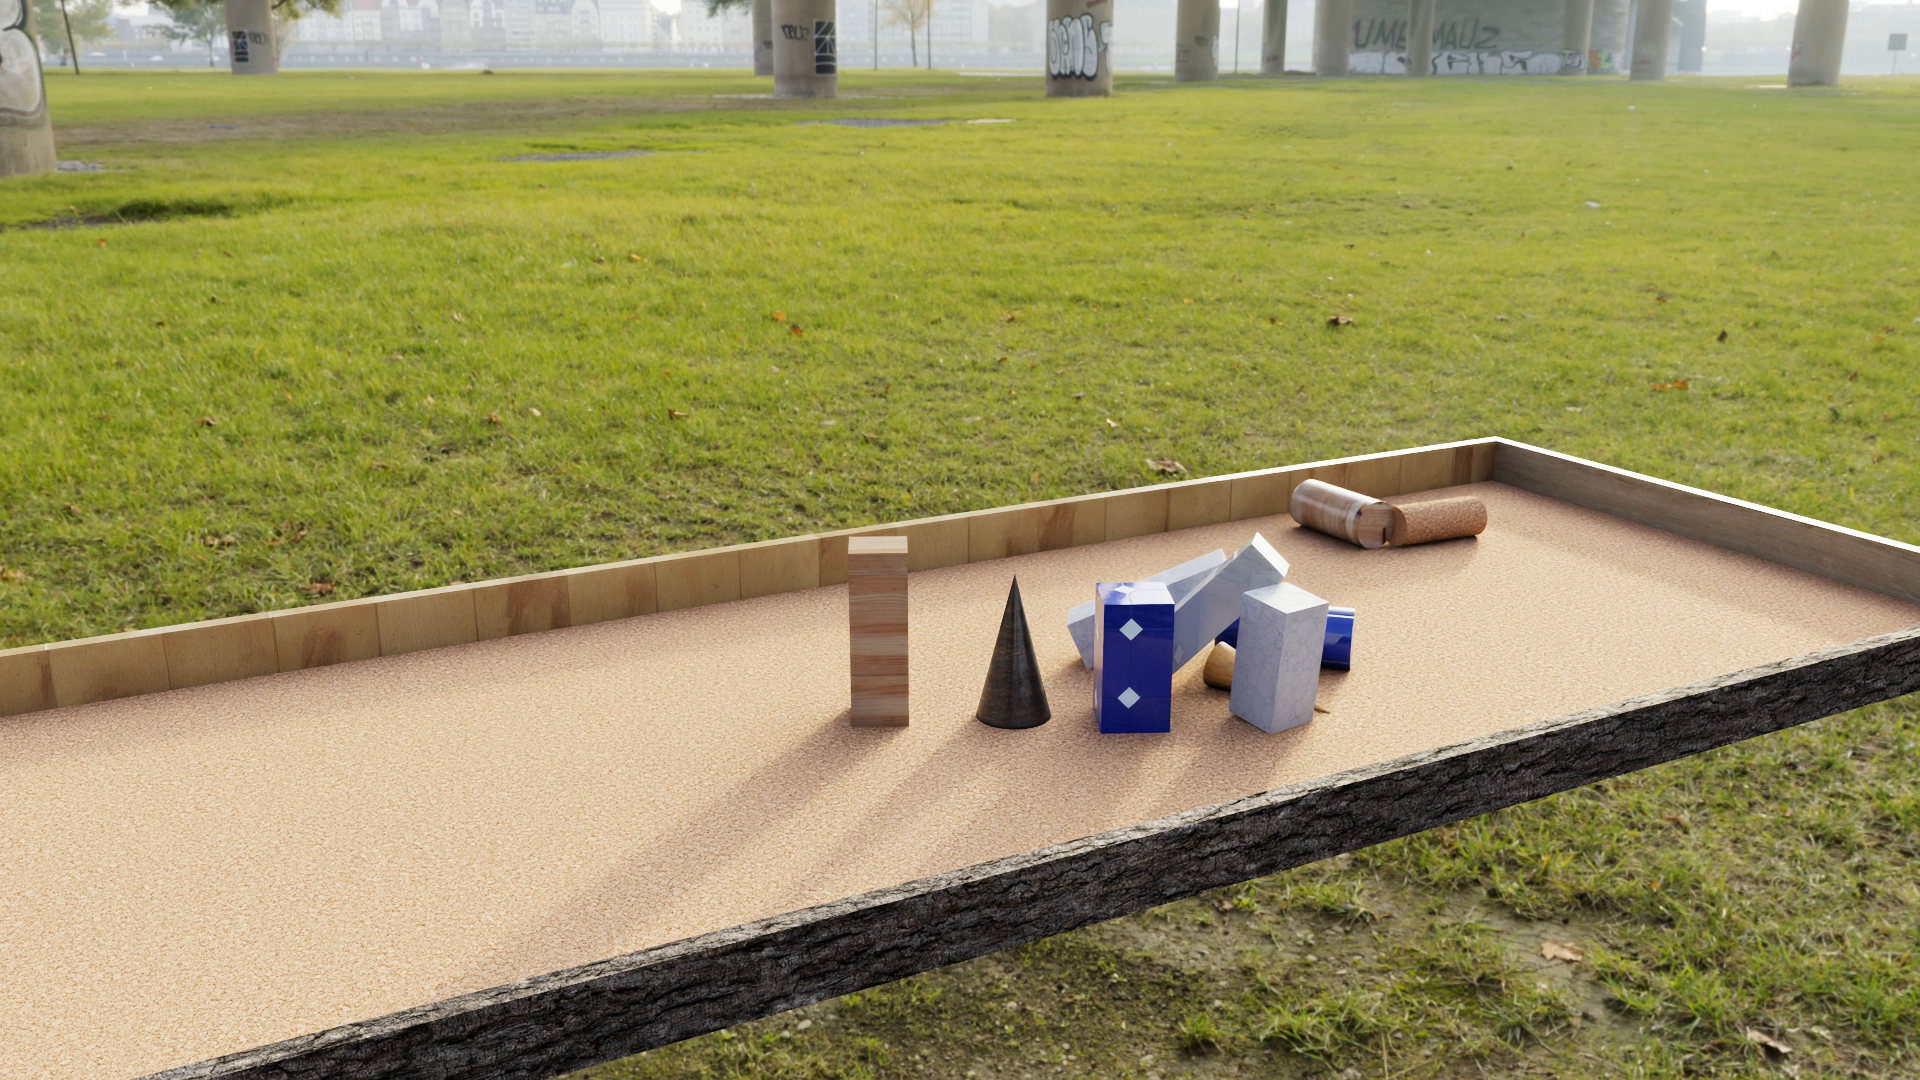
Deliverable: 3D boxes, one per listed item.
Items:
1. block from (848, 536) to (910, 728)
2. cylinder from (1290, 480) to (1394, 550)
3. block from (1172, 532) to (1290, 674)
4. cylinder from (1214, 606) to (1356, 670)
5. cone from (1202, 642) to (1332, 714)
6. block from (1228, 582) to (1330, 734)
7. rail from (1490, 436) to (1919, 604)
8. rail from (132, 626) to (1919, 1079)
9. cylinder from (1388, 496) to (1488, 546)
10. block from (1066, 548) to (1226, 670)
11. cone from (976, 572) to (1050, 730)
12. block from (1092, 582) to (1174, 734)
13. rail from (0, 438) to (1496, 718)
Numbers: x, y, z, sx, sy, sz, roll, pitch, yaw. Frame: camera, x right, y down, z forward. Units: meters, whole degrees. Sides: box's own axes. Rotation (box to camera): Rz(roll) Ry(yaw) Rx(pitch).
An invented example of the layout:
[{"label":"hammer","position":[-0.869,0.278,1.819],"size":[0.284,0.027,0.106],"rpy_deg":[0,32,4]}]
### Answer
[{"label":"block","position":[-0.189,0.215,3.869],"size":[0.135,0.425,0.135],"rpy_deg":[-1,16,-2]},{"label":"cylinder","position":[1.242,-0.087,5.371],"size":[0.157,0.157,0.326],"rpy_deg":[-9,19,-28]},{"label":"block","position":[0.590,0.181,4.013],"size":[0.110,0.454,0.110],"rpy_deg":[46,22,1]},{"label":"cylinder","position":[0.841,0.238,4.264],"size":[0.342,0.158,0.158],"rpy_deg":[5,17,16]},{"label":"cone","position":[0.764,0.361,4.025],"size":[0.327,0.114,0.114],"rpy_deg":[23,26,32]},{"label":"block","position":[0.744,0.275,3.859],"size":[0.140,0.305,0.140],"rpy_deg":[-11,25,-33]},{"label":"rail","position":[2.466,-0.048,5.253],"size":[0.050,0.150,2.100],"rpy_deg":[-9,18,-27]},{"label":"rail","position":[-2.336,1.006,1.665],"size":[12.000,0.150,0.050],"rpy_deg":[-9,18,-27]},{"label":"cylinder","position":[1.536,-0.062,5.338],"size":[0.320,0.129,0.129],"rpy_deg":[-7,18,-23]},{"label":"block","position":[0.498,0.176,4.226],"size":[0.427,0.130,0.130],"rpy_deg":[-23,13,12]},{"label":"cone","position":[0.128,0.246,3.885],"size":[0.179,0.356,0.179],"rpy_deg":[0,16,0]},{"label":"block","position":[0.404,0.274,3.862],"size":[0.161,0.316,0.161],"rpy_deg":[-1,16,-2]},{"label":"rail","position":[-3.305,0.497,3.399],"size":[12.000,0.150,0.050],"rpy_deg":[-9,18,-27]}]
